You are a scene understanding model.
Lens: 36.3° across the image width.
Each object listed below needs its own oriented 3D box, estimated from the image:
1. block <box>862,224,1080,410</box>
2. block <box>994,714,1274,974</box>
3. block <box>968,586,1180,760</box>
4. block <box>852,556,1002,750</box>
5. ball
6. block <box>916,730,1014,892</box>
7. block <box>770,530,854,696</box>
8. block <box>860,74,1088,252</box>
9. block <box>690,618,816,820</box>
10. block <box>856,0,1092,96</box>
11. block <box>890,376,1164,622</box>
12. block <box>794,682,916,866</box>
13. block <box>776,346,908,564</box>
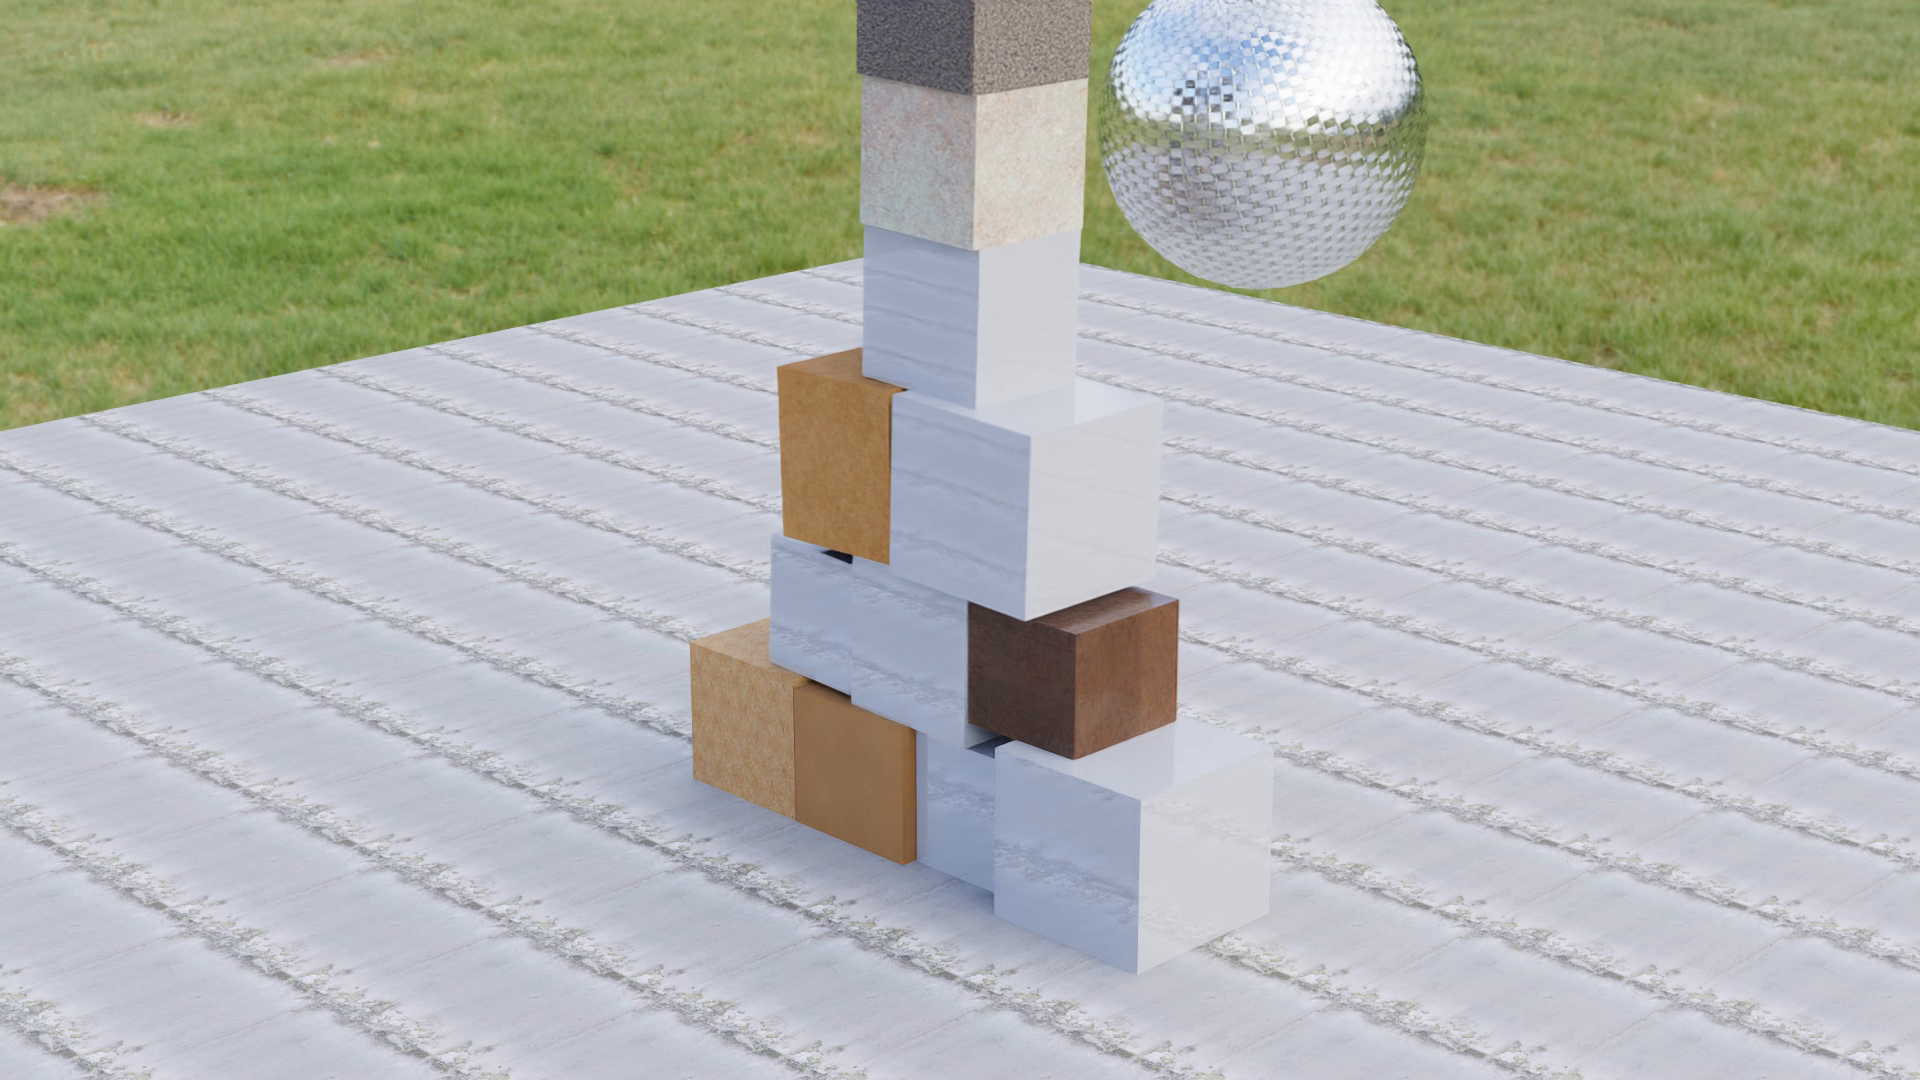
[{"bbox_3d":[0.046,-1.048,12.966,0.628,0.702,0.714,-17,26,-42],"label":"block"},{"bbox_3d":[0.764,1.284,12.926,0.878,0.798,0.850,-17,24,-42],"label":"block"},{"bbox_3d":[0.504,0.539,13.006,0.669,0.576,0.644,-17,24,-42],"label":"block"},{"bbox_3d":[0.008,0.417,13.486,0.688,0.757,0.737,-17,26,-42],"label":"block"},{"bbox_3d":[1.467,-2.018,14.245,1.600,1.600,1.600,0,17,0],"label":"ball"},{"bbox_3d":[0.243,1.187,13.485,0.595,0.650,0.661,-17,24,-42],"label":"block"},{"bbox_3d":[-0.477,0.291,13.949,0.591,0.647,0.612,-17,27,-42],"label":"block"},{"bbox_3d":[0.057,-1.691,12.741,0.681,0.660,0.699,-17,26,-42],"label":"block"},{"bbox_3d":[-0.804,0.846,14.453,0.717,0.720,0.758,-17,24,-42],"label":"block"},{"bbox_3d":[0.062,-2.282,12.529,0.713,0.596,0.706,-17,26,-42],"label":"block"},{"bbox_3d":[0.288,-0.233,12.963,0.838,0.825,0.839,-17,26,-42],"label":"block"},{"bbox_3d":[-0.272,1.026,13.944,0.715,0.680,0.736,-17,24,-42],"label":"block"},{"bbox_3d":[-0.301,-0.419,13.505,0.733,0.807,0.756,15,23,43],"label":"block"}]
